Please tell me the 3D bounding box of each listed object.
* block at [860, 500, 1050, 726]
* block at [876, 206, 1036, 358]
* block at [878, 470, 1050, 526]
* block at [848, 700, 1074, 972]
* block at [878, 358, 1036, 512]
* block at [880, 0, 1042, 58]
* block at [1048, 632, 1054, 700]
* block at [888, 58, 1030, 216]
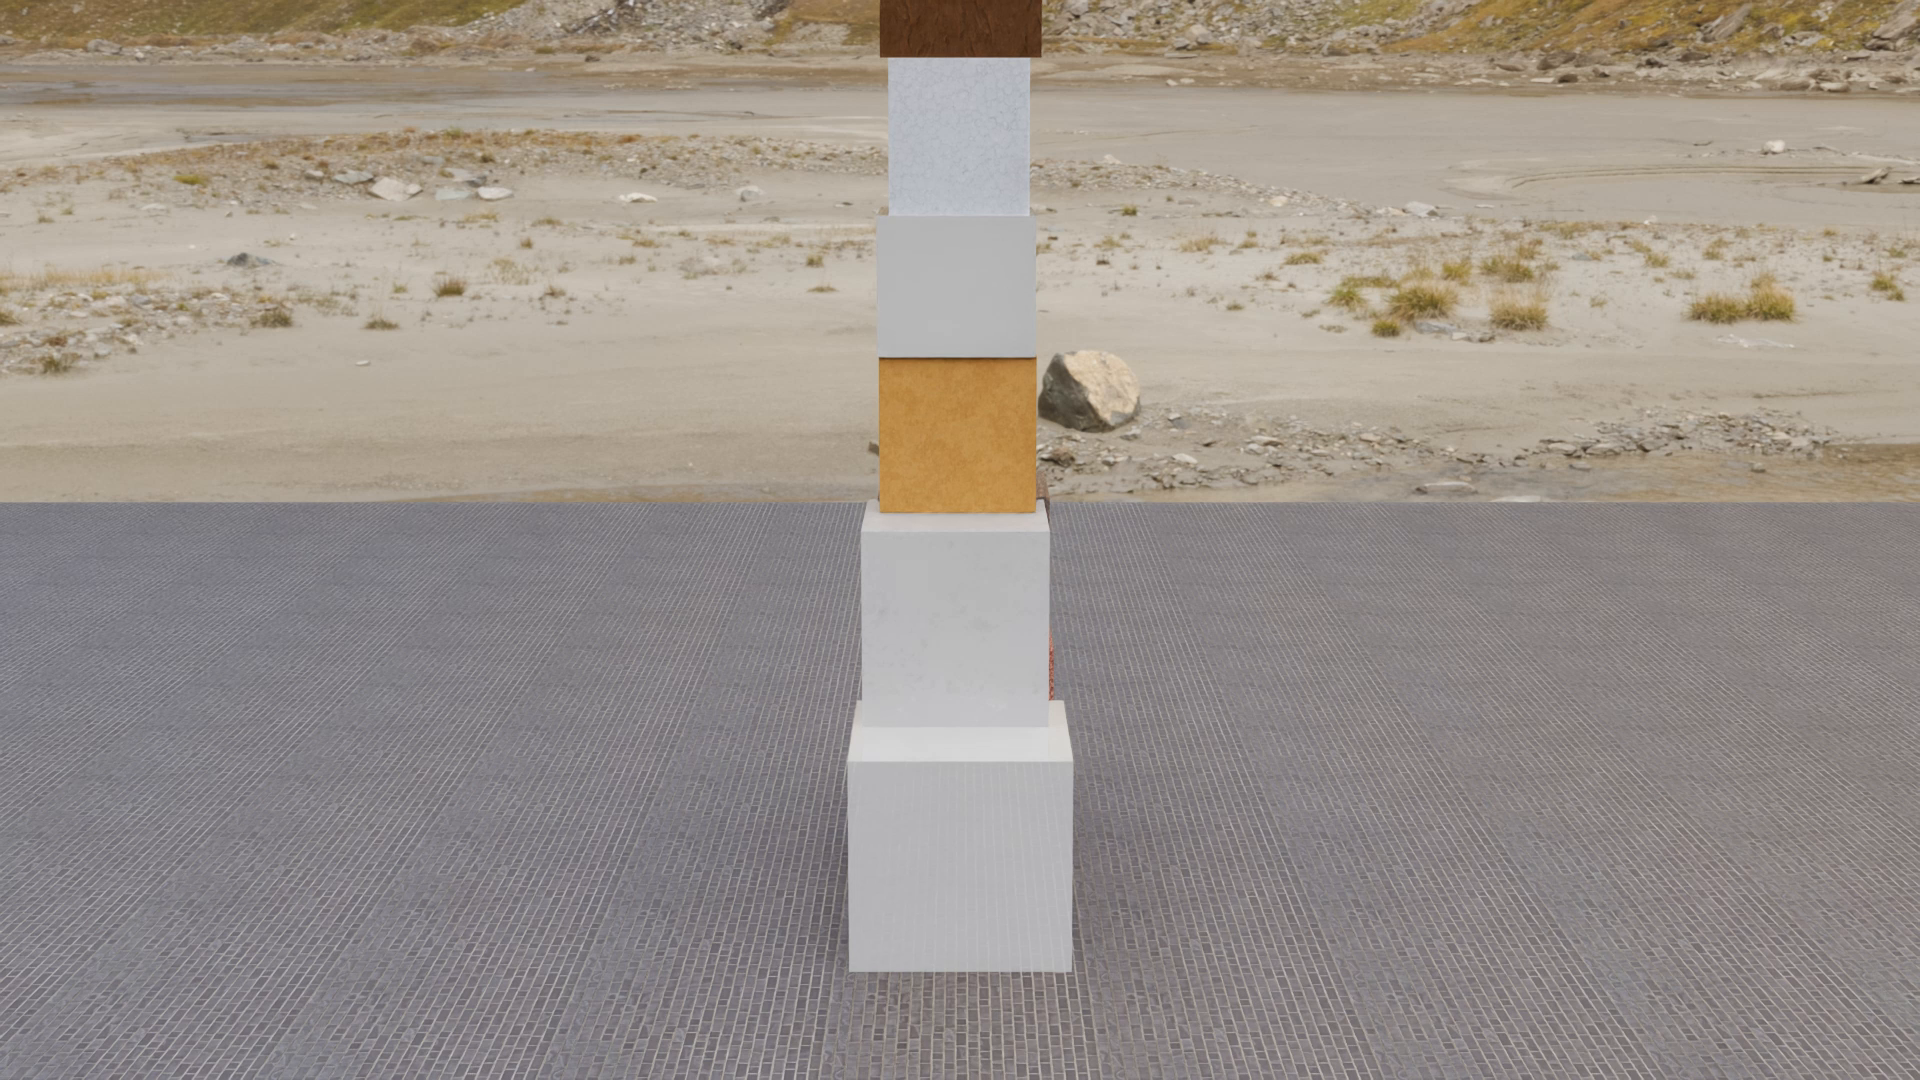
[{"bbox_3d":[-0.019,0.295,10.856,0.766,0.816,0.794,0,10,0],"label":"block"},{"bbox_3d":[-0.015,-1.113,10.963,0.659,0.585,0.702,0,11,0],"label":"block"},{"bbox_3d":[0.015,0.123,11.608,0.751,0.767,0.734,0,11,0],"label":"block"},{"bbox_3d":[0.002,1.199,10.571,0.882,0.860,0.993,0,10,0],"label":"block"},{"bbox_3d":[-0.009,-0.502,11.079,0.659,0.659,0.661,0,11,0],"label":"block"},{"bbox_3d":[0.003,-2.320,10.732,0.662,0.594,0.609,0,11,0],"label":"block"},{"bbox_3d":[0.011,0.868,12.222,0.832,0.920,0.883,0,10,0],"label":"block"},{"bbox_3d":[-0.003,-1.714,10.848,0.581,0.640,0.624,0,11,0],"label":"block"}]
